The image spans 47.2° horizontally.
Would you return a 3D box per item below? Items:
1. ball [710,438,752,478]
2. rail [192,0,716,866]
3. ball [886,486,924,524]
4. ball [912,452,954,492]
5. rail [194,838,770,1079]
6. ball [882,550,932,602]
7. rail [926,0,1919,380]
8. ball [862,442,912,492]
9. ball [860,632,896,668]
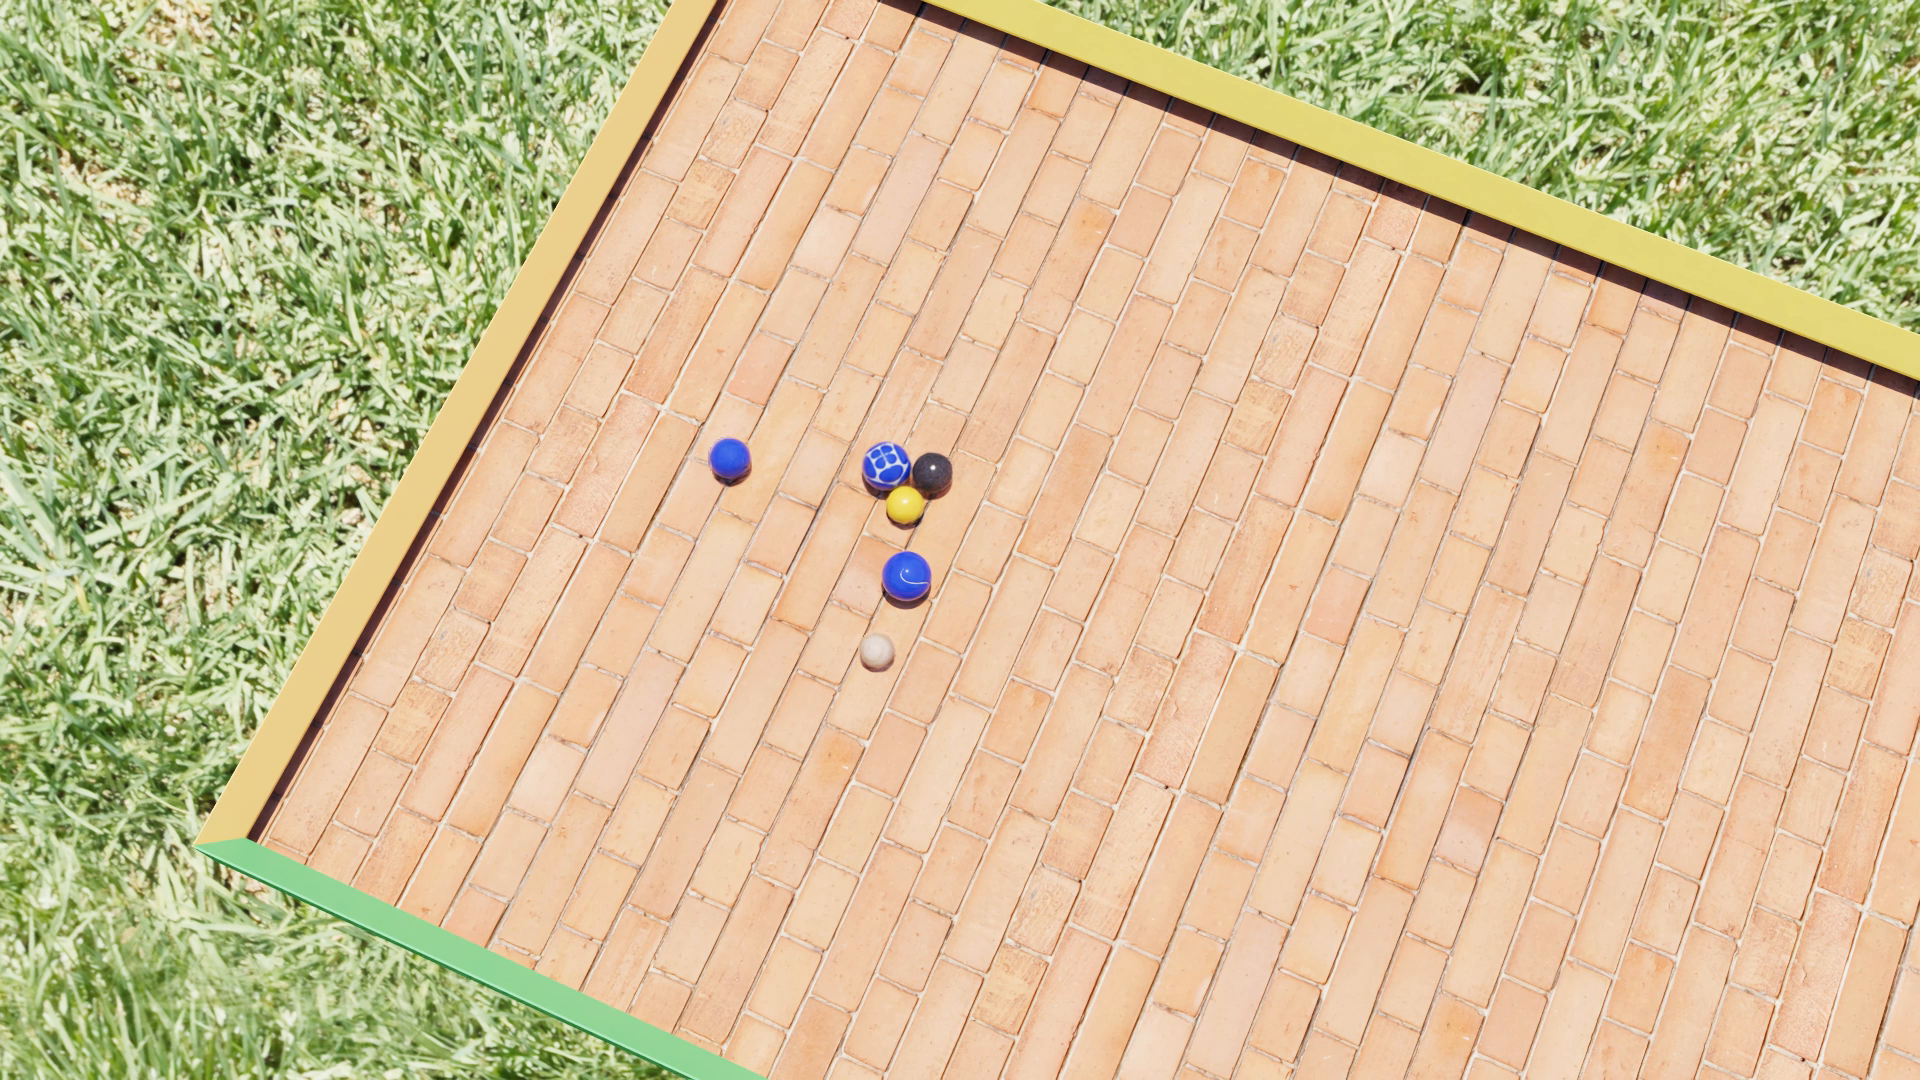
[{"bbox_3d":[-0.364,-0.130,3.489,0.066,0.066,0.066,0,70,0],"label":"ball"},{"bbox_3d":[-0.729,-0.310,3.534,0.045,0.103,1.823,23,72,8],"label":"rail"},{"bbox_3d":[-0.086,-0.055,3.465,0.060,0.060,0.060,0,70,0],"label":"ball"},{"bbox_3d":[-0.043,-0.107,3.481,0.065,0.065,0.065,0,70,0],"label":"ball"},{"bbox_3d":[0.390,1.070,3.034,3.285,0.103,0.045,23,72,8],"label":"rail"},{"bbox_3d":[-0.083,0.056,3.415,0.079,0.079,0.079,0,70,0],"label":"ball"},{"bbox_3d":[1.111,-0.456,3.587,3.285,0.103,0.045,23,72,8],"label":"rail"},{"bbox_3d":[-0.116,-0.117,3.477,0.079,0.079,0.079,0,70,0],"label":"ball"},{"bbox_3d":[-0.127,0.170,3.386,0.055,0.055,0.055,0,70,0],"label":"ball"}]
